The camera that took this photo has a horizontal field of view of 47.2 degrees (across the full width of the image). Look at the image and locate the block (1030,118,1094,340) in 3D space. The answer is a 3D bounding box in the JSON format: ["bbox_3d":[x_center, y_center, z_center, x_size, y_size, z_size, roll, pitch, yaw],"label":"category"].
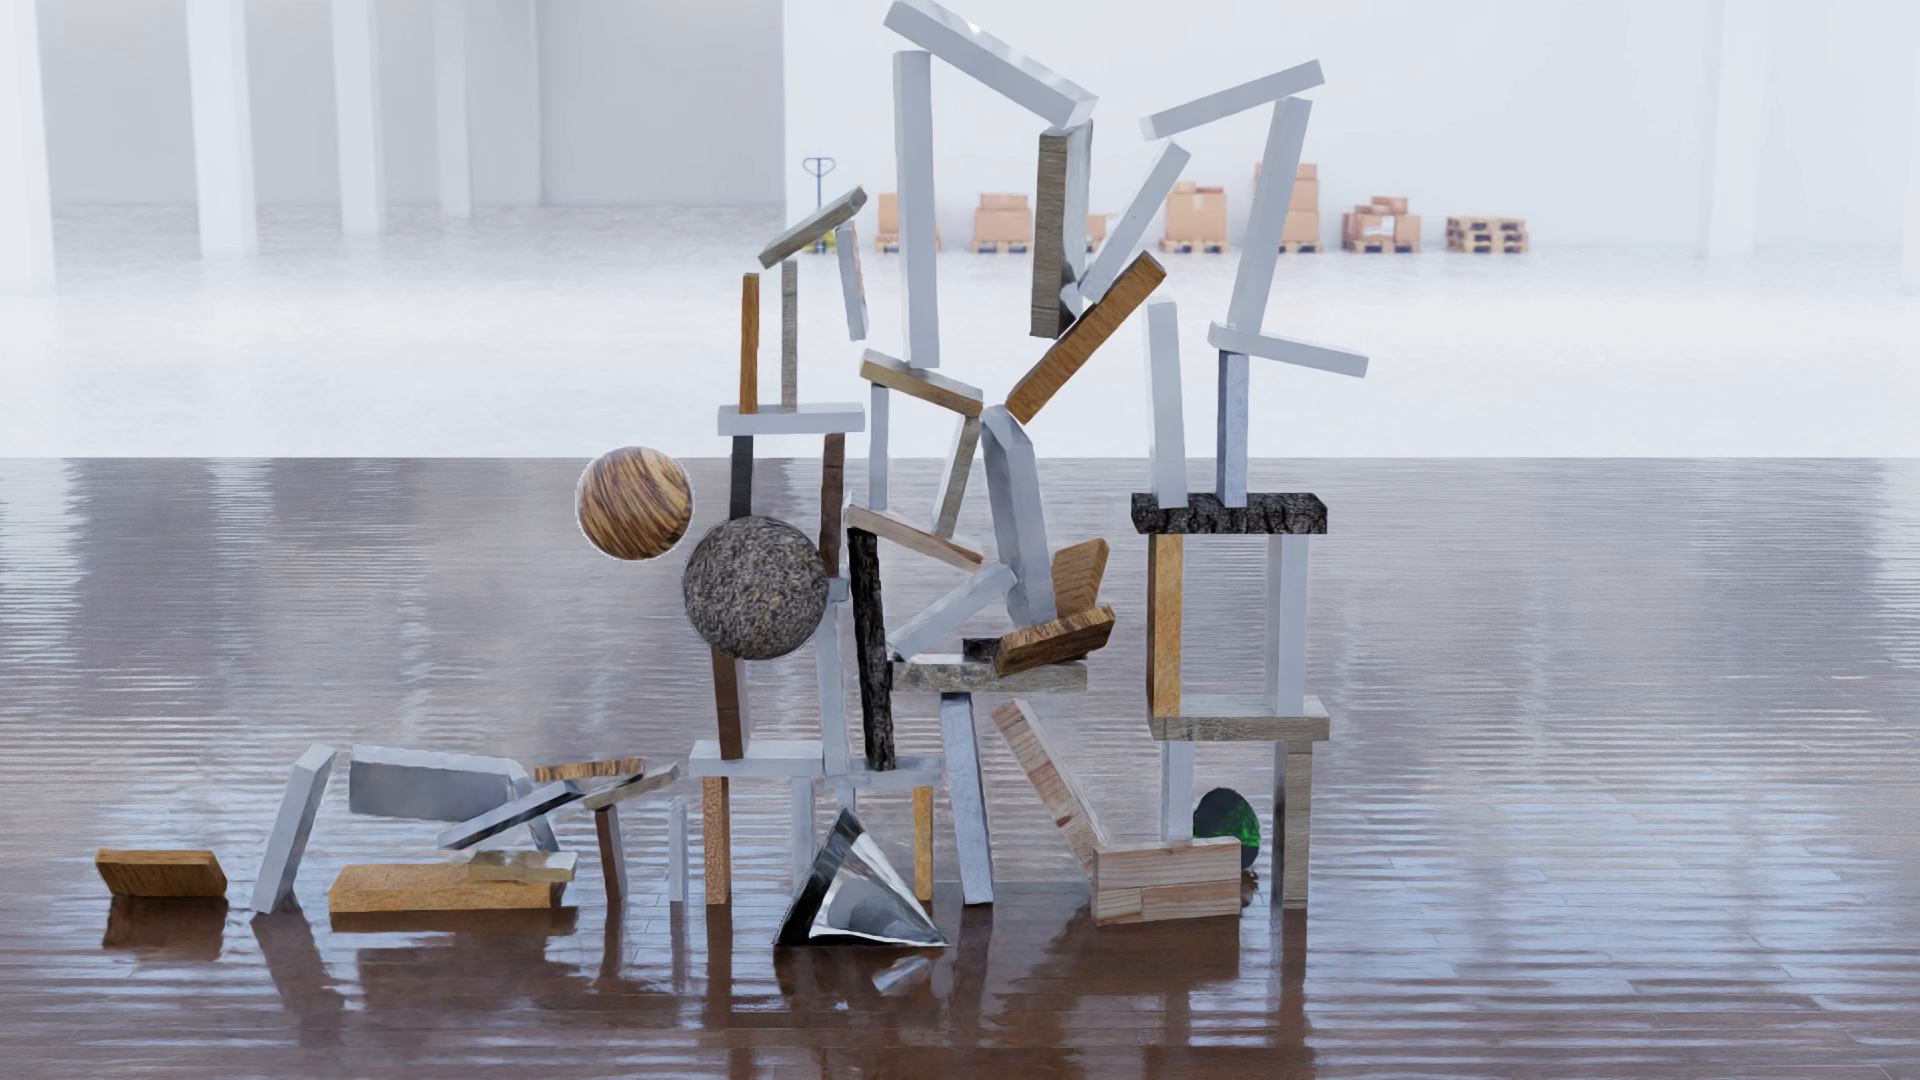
[{"bbox_3d":[0.162,-0.498,3.497,0.046,0.322,0.161,8,23,15],"label":"block"}]

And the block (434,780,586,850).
[{"bbox_3d":[-0.745,0.456,3.648,0.241,0.024,0.084,-24,-13,9],"label":"block"}]

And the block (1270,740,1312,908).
[{"bbox_3d":[0.549,0.451,3.643,0.040,0.283,0.142,0,11,0],"label":"block"}]

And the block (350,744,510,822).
[{"bbox_3d":[-0.891,0.413,3.696,0.257,0.128,0.036,6,39,-9],"label":"block"}]

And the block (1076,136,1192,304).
[{"bbox_3d":[0.273,-0.504,3.459,0.039,0.272,0.136,31,14,-4],"label":"block"}]

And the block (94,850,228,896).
[{"bbox_3d":[-1.318,0.550,3.632,0.189,0.095,0.027,1,48,3],"label":"block"}]

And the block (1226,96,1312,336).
[{"bbox_3d":[0.485,-0.511,3.459,0.039,0.365,0.136,11,10,-1],"label":"block"}]

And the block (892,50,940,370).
[{"bbox_3d":[-0.070,-0.522,3.477,0.046,0.487,0.161,-3,11,-5],"label":"block"}]

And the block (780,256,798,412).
[{"bbox_3d":[-0.272,-0.328,3.503,0.025,0.239,0.088,0,11,-5],"label":"block"}]

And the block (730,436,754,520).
[{"bbox_3d":[-0.355,-0.061,3.556,0.033,0.234,0.117,2,11,-5],"label":"block"}]

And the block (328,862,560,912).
[{"bbox_3d":[-0.853,0.575,3.652,0.356,0.036,0.128,-1,11,-3],"label":"block"}]

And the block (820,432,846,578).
[{"bbox_3d":[-0.208,-0.065,3.569,0.033,0.234,0.117,3,11,-3],"label":"block"}]

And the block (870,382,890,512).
[{"bbox_3d":[-0.129,-0.157,3.539,0.029,0.202,0.101,1,16,-1],"label":"block"}]

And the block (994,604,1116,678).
[{"bbox_3d":[0.155,0.166,3.595,0.192,0.027,0.096,-15,-28,-17],"label":"block"}]

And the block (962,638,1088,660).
[{"bbox_3d":[0.111,0.187,3.755,0.192,0.027,0.096,1,3,-18],"label":"block"}]

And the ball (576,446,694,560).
[{"bbox_3d":[-0.498,-0.057,3.370,0.176,0.176,0.176,0,11,0],"label":"ball"}]

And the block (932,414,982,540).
[{"bbox_3d":[-0.005,-0.112,3.559,0.029,0.202,0.101,13,17,-7],"label":"block"}]

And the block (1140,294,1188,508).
[{"bbox_3d":[0.326,-0.224,3.518,0.046,0.323,0.162,-4,10,1],"label":"block"}]

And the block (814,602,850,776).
[{"bbox_3d":[-0.212,0.231,3.616,0.036,0.284,0.127,-5,8,-2],"label":"block"}]

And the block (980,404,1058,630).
[{"bbox_3d":[0.099,-0.014,3.638,0.046,0.394,0.162,-15,30,-10],"label":"block"}]

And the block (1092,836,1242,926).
[{"bbox_3d":[0.334,0.550,3.554,0.241,0.121,0.034,-2,11,-13],"label":"block"}]

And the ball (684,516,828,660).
[{"bbox_3d":[-0.316,0.075,3.406,0.225,0.225,0.225,0,11,0],"label":"ball"}]

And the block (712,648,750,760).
[{"bbox_3d":[-0.377,0.219,3.603,0.036,0.255,0.127,-4,10,1],"label":"block"}]

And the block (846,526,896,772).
[{"bbox_3d":[-0.146,0.177,3.613,0.033,0.389,0.116,-6,9,-10],"label":"block"}]

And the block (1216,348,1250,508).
[{"bbox_3d":[0.436,-0.182,3.521,0.034,0.241,0.121,0,10,0],"label":"block"}]

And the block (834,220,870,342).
[{"bbox_3d":[-0.170,-0.409,3.463,0.025,0.176,0.088,-6,18,4],"label":"block"}]

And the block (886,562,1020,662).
[{"bbox_3d":[-0.016,0.118,3.670,0.231,0.033,0.116,-35,9,-8],"label":"block"}]

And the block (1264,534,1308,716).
[{"bbox_3d":[0.531,0.124,3.587,0.042,0.299,0.149,0,11,0],"label":"block"}]

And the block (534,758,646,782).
[{"bbox_3d":[-0.612,0.381,3.640,0.167,0.024,0.084,-5,-6,0],"label":"block"}]

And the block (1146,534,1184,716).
[{"bbox_3d":[0.333,0.124,3.586,0.042,0.299,0.149,0,11,0],"label":"block"}]

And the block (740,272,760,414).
[{"bbox_3d":[-0.335,-0.314,3.500,0.027,0.215,0.094,1,11,-6],"label":"block"}]
